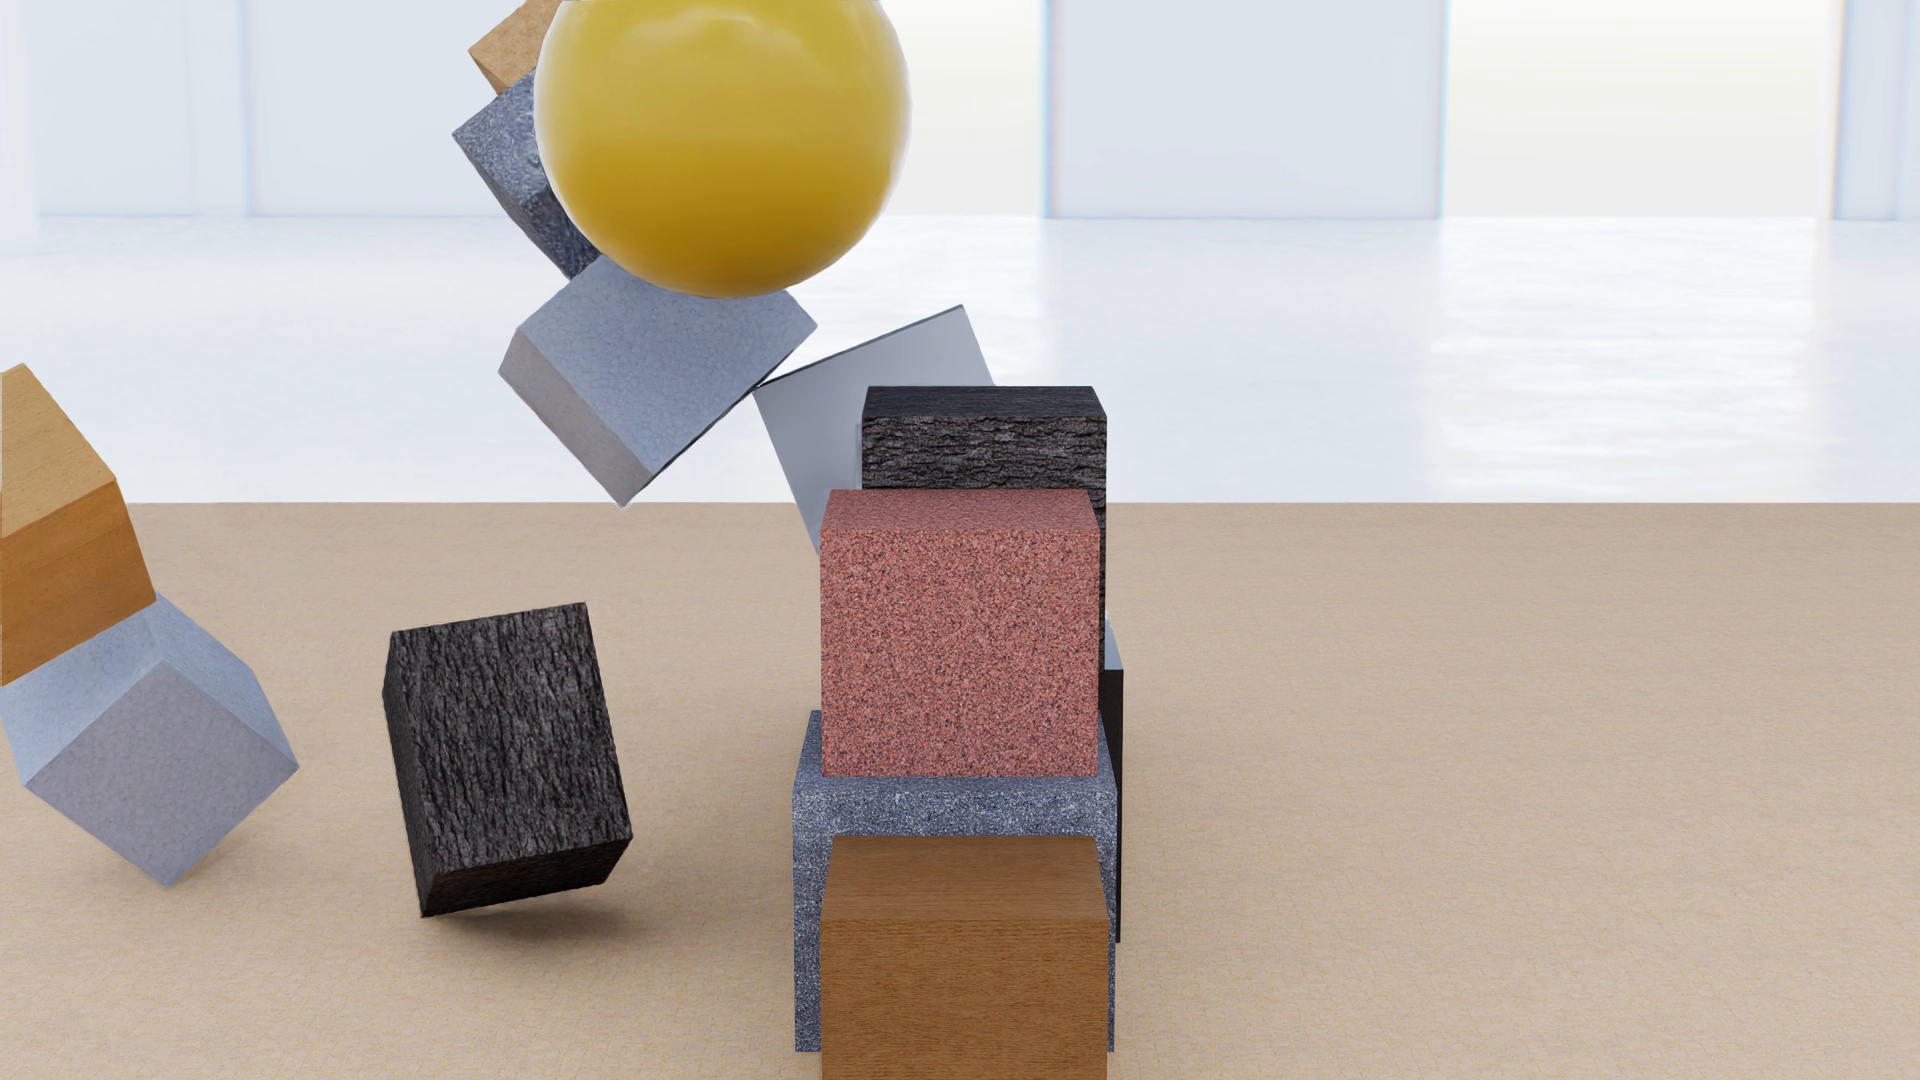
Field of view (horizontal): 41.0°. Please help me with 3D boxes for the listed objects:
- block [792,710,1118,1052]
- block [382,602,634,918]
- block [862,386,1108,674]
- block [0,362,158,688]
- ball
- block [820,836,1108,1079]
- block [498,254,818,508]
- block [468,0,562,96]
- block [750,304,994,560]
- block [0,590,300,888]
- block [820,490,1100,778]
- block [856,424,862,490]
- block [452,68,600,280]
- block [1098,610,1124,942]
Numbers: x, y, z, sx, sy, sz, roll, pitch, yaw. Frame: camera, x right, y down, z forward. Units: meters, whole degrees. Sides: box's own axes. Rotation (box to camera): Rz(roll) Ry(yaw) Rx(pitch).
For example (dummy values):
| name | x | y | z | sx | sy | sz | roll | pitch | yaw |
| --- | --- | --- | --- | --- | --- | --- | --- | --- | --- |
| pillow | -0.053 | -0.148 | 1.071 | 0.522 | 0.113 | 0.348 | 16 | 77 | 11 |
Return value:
| name | x | y | z | sx | sy | sz | roll | pitch | yaw |
| --- | --- | --- | --- | --- | --- | --- | --- | --- | --- |
| block | -0.018 | 1.273 | 9.824 | 1.160 | 0.981 | 1.188 | 0 | 10 | 0 |
| block | -1.892 | 0.921 | 10.607 | 0.780 | 0.987 | 0.970 | -9 | -16 | -18 |
| block | 0.092 | -0.063 | 10.608 | 0.961 | 1.033 | 0.998 | 0 | 10 | 0 |
| block | -3.895 | -0.039 | 10.424 | 0.807 | 0.829 | 0.761 | -32 | 61 | -25 |
| ball | -0.998 | -1.820 | 10.849 | 1.600 | 1.600 | 1.600 | 0 | 10 | 0 |
| block | 0.014 | 1.543 | 8.791 | 0.929 | 0.820 | 0.925 | 0 | 10 | 0 |
| block | -1.447 | -0.898 | 12.122 | 1.045 | 0.892 | 1.071 | -44 | 5 | -16 |
| block | -1.852 | -2.314 | 13.075 | 0.781 | 0.835 | 0.694 | -42 | 53 | -8 |
| block | -0.273 | -0.419 | 12.665 | 1.076 | 1.165 | 1.050 | -21 | 6 | 2 |
| block | -3.577 | 0.808 | 11.249 | 0.775 | 0.853 | 0.888 | -43 | 39 | -2 |
| block | -0.003 | 0.332 | 9.706 | 1.001 | 0.913 | 0.915 | 0 | 10 | 0 |
| block | 0.017 | -0.081 | 11.662 | 0.949 | 0.814 | 0.901 | 0 | -3 | 0 |
| block | -1.879 | -1.776 | 12.305 | 0.656 | 0.669 | 0.661 | -40 | 57 | -7 |
| block | 0.074 | 0.982 | 10.958 | 1.163 | 1.148 | 1.144 | 0 | 10 | 0 |
